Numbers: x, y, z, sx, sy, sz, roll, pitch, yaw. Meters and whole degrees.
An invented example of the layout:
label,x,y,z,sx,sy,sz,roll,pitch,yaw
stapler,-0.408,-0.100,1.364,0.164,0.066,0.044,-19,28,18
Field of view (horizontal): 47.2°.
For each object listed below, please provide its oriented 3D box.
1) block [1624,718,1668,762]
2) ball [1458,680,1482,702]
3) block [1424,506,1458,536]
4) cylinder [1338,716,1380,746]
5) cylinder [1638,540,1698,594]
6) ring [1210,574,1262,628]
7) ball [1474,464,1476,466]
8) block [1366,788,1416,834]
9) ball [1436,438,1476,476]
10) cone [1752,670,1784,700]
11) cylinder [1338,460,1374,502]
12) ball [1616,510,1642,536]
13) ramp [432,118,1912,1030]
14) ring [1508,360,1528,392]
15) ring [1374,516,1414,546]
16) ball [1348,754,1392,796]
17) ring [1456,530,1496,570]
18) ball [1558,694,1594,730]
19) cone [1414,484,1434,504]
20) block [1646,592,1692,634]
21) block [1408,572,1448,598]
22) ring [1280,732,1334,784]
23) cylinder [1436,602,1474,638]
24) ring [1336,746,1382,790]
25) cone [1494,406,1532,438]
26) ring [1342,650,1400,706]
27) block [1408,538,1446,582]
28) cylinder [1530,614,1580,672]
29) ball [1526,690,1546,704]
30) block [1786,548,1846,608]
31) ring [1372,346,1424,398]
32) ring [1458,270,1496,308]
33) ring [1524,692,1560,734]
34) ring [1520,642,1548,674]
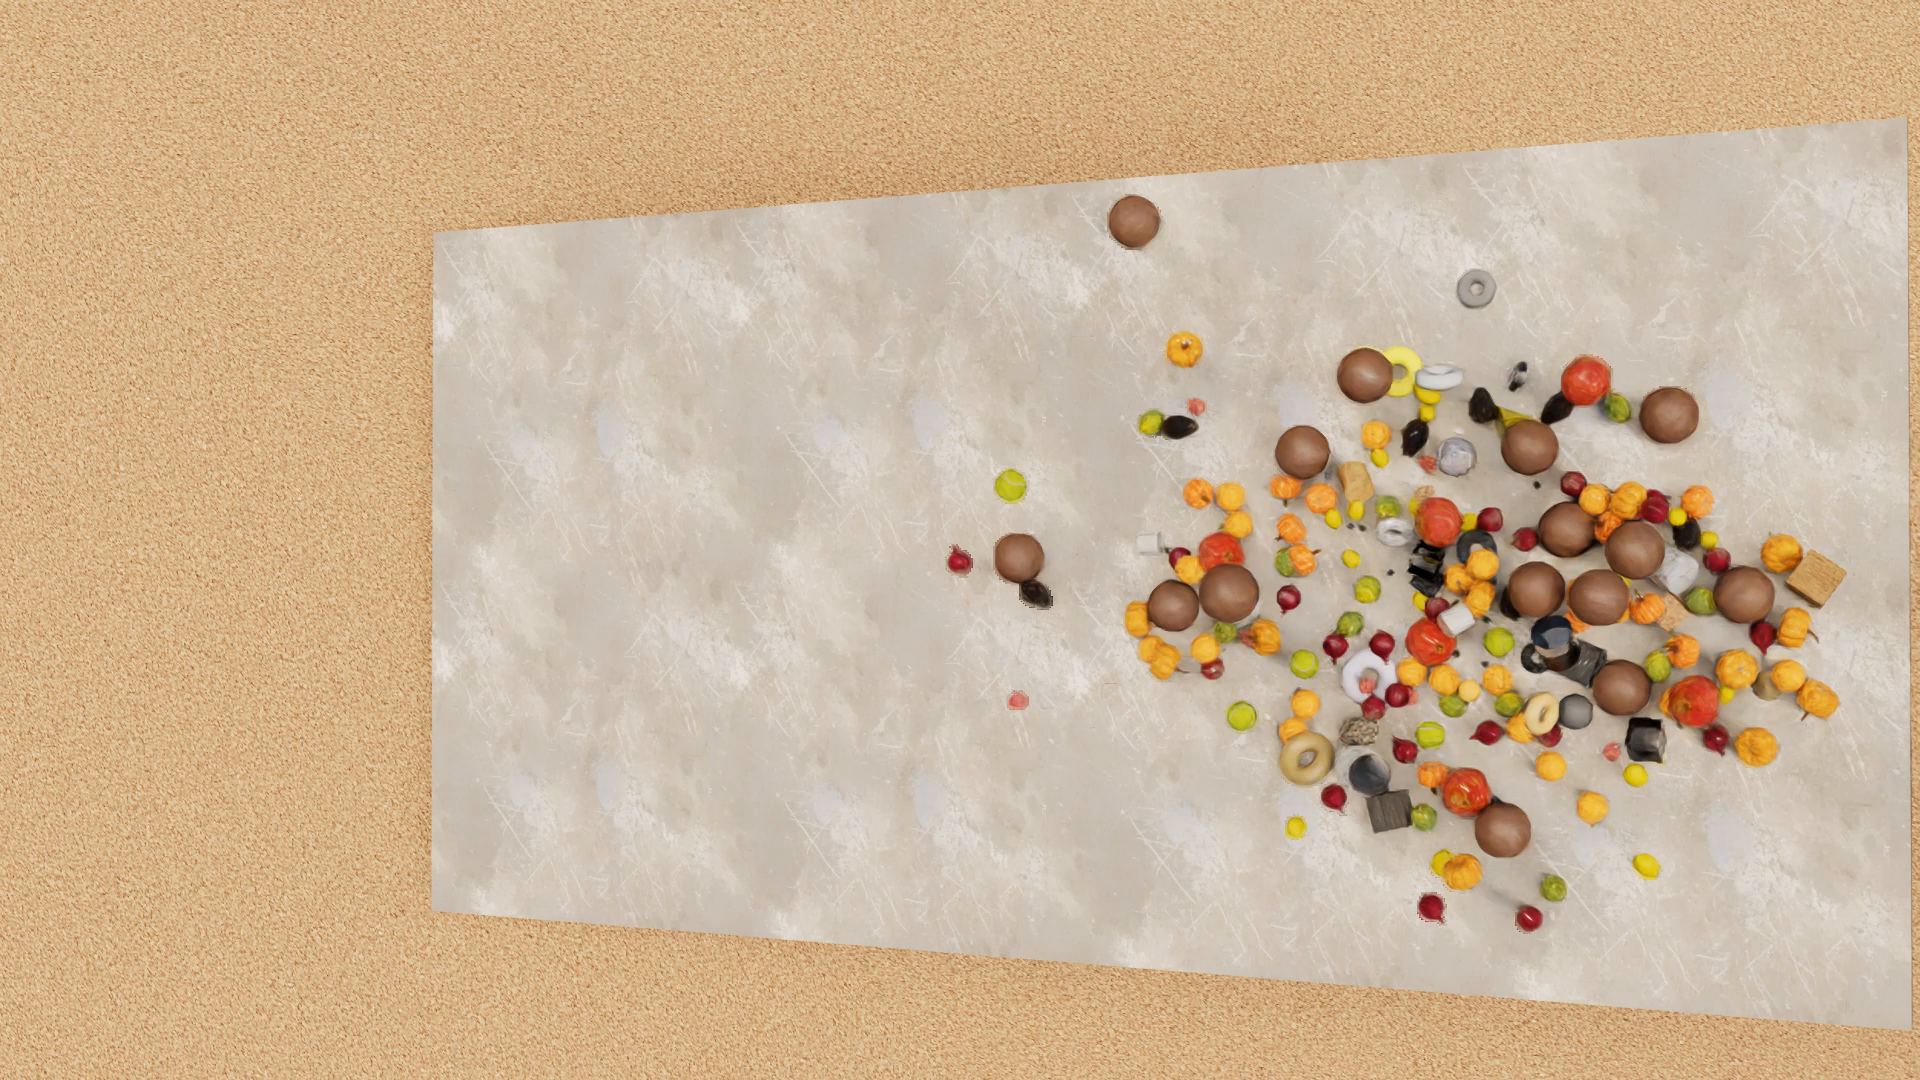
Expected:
label,x,y,z,sx,sy,sz,roll,pitch,yaw
block,1.557,0.454,4.991,0.071,0.071,0.071,2,53,30
ball,1.197,0.354,5.169,0.055,0.055,0.055,0,89,0
block,1.140,-0.043,5.213,0.062,0.062,0.062,9,93,25
cylinder,0.957,0.460,5.274,0.068,0.068,0.068,9,72,-31
cylinder,1.598,0.060,4.961,0.091,0.091,0.091,-17,126,-24
ring,0.680,0.151,5.432,0.136,0.045,0.136,0,91,27
ball,1.181,-0.194,5.188,0.076,0.076,0.076,0,89,0
block,1.028,0.646,5.245,0.084,0.084,0.084,-15,83,24
ball,1.145,-0.192,5.075,0.091,0.091,0.091,0,89,0
cone,1.798,0.327,4.904,0.067,0.067,0.067,0,89,25
cylinder,0.951,-0.140,5.281,0.071,0.071,0.071,-5,130,-6
ball,1.528,-0.038,5.022,0.056,0.056,0.056,0,89,0
ramp,0.282,0.082,5.695,4.000,0.100,2.000,0,89,25
ring,1.300,-0.381,5.122,0.026,0.077,0.077,20,89,-3
ring,1.035,-0.019,5.239,0.093,0.093,0.031,14,52,0
ball,0.961,0.551,5.158,0.099,0.099,0.099,0,89,0
ring,1.220,0.022,5.192,0.095,0.032,0.095,-2,86,25
ball,1.418,0.396,5.069,0.082,0.082,0.082,0,89,0
cone,1.112,-0.097,5.225,0.051,0.051,0.051,-46,132,0
block,1.610,0.164,4.991,0.067,0.067,0.067,-47,74,17
block,1.113,0.097,5.226,0.057,0.057,0.057,40,105,20
ring,0.838,0.528,5.317,0.139,0.046,0.139,-5,111,-12
cylinder,1.150,0.186,5.104,0.063,0.063,0.063,-30,89,-7
ring,0.964,0.551,5.263,0.142,0.142,0.047,40,53,0
cone,1.303,-0.282,5.155,0.080,0.080,0.080,-9,89,-2
ring,0.985,0.331,5.284,0.139,0.046,0.139,1,93,18
block,1.096,0.046,5.166,0.063,0.063,0.063,23,129,3
cylinder,1.352,0.233,4.988,0.093,0.093,0.093,-16,49,19
ball,1.352,0.384,5.107,0.070,0.070,0.070,0,89,0
block,1.885,0.086,4.844,0.090,0.090,0.090,37,95,20
ring,1.050,-0.403,5.270,0.123,0.041,0.123,0,90,25
ring,1.221,-0.593,5.200,0.092,0.031,0.092,0,91,25
ring,1.316,0.392,4.974,0.101,0.034,0.101,-10,109,-32
ring,1.347,0.275,5.135,0.075,0.025,0.075,-1,88,26
